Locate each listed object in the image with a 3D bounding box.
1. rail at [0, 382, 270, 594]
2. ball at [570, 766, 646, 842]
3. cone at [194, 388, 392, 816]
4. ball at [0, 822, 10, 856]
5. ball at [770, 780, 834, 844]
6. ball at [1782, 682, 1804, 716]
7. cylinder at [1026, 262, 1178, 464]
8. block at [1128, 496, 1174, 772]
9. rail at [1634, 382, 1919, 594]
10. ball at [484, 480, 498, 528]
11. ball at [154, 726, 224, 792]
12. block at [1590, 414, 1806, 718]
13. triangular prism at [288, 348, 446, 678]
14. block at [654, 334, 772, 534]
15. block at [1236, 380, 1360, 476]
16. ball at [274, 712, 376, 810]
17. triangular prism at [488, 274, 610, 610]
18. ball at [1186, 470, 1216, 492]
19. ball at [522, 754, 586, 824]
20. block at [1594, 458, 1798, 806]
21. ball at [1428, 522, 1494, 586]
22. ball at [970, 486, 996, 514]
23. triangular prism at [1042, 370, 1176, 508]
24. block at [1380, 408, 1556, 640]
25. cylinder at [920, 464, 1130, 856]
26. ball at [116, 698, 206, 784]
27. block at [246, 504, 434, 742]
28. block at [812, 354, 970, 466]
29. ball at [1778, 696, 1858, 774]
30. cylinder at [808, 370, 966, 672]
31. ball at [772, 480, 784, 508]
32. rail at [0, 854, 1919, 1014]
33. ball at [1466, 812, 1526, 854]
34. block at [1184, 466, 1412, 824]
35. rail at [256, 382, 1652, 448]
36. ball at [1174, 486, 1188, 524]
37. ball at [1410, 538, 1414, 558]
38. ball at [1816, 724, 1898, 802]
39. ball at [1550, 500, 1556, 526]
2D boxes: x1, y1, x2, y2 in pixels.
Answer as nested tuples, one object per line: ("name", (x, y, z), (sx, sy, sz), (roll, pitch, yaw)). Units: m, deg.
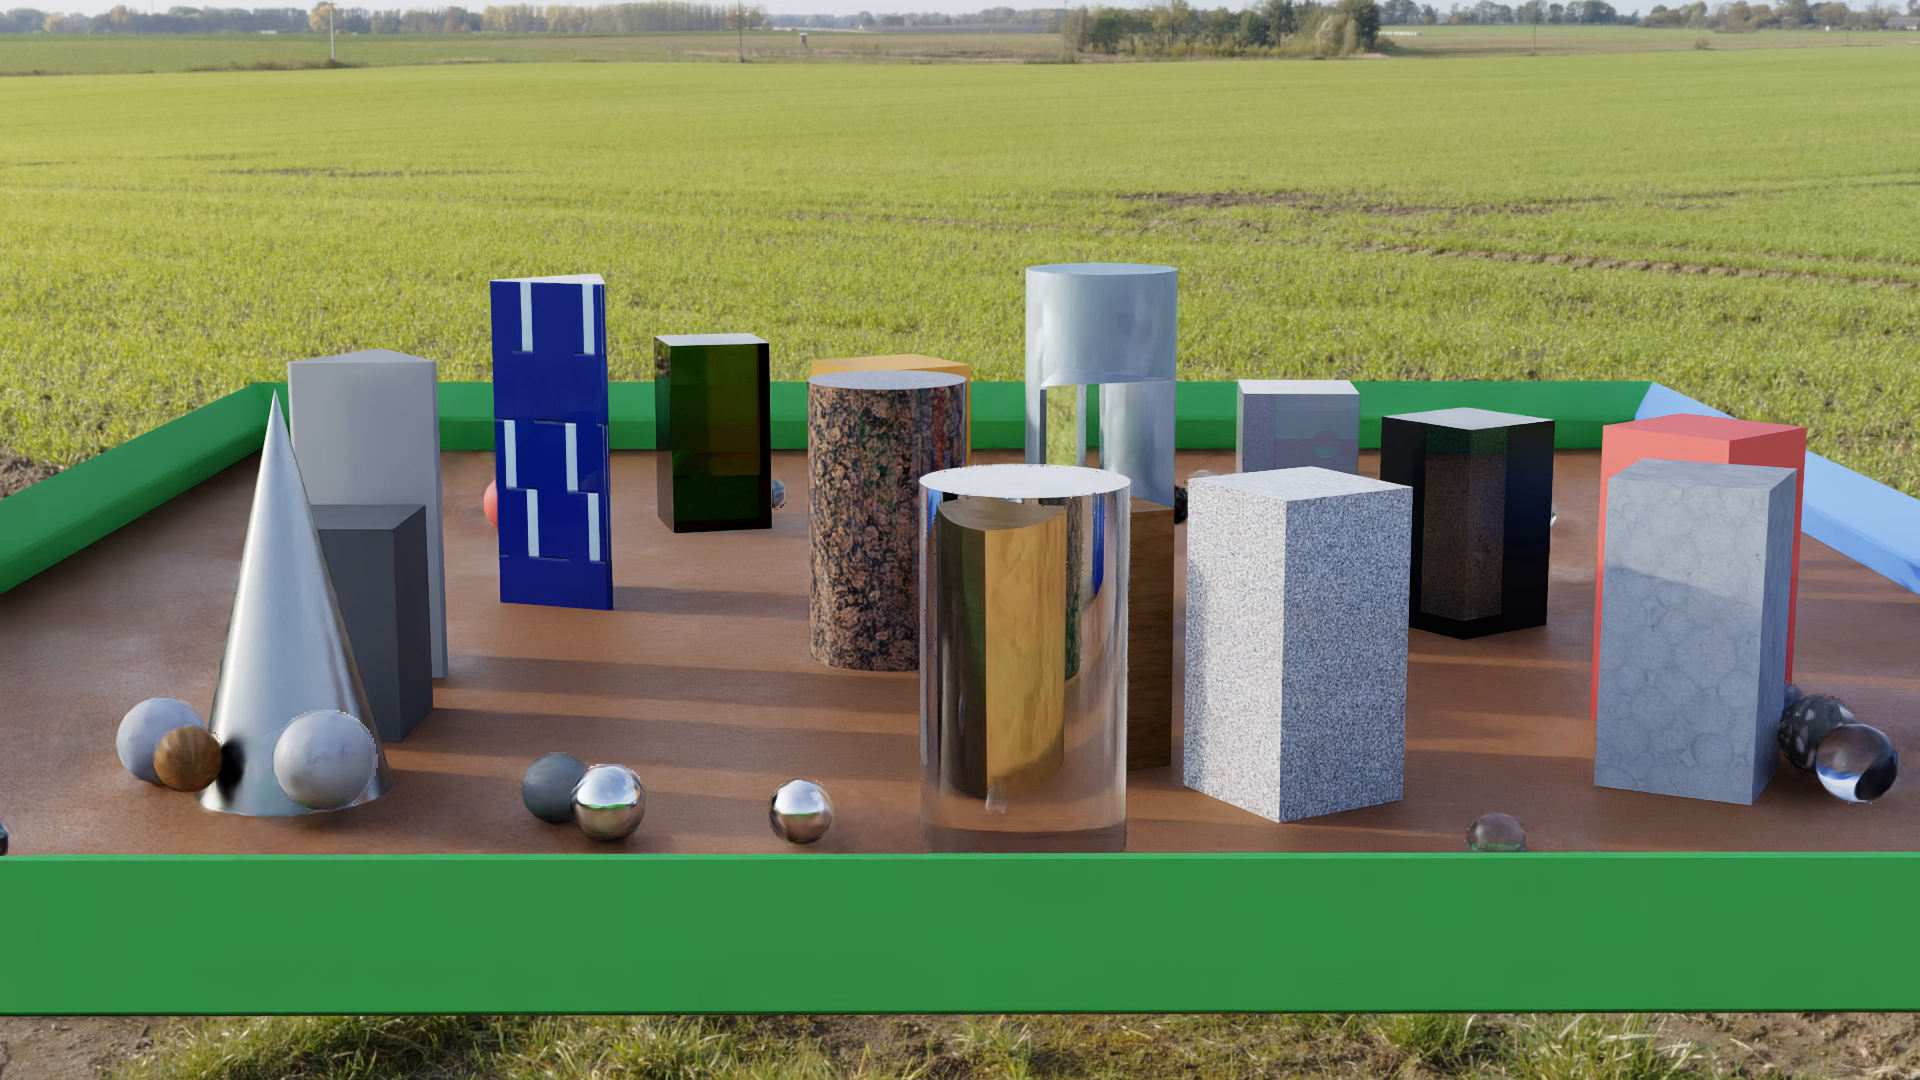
("rail", (-1.314, 0.034, 3.441), (0.045, 0.127, 2.987), (0, 11, 0))
("ball", (-0.334, 0.250, 2.435), (0.072, 0.072, 0.072), (0, 11, 0))
("cone", (-0.678, 0.051, 2.577), (0.196, 0.411, 0.196), (0, 11, 0))
("ball", (-0.897, 0.278, 2.355), (0.047, 0.047, 0.047), (0, 11, 0))
("ball", (-0.150, 0.257, 2.427), (0.061, 0.061, 0.061), (0, 11, 0))
("ball", (0.888, 0.186, 2.798), (0.065, 0.065, 0.065), (0, 11, 0))
("cylinder", (0.183, -0.121, 3.353), (0.196, 0.466, 0.196), (0, 11, 0))
("block", (0.118, 0.096, 2.713), (0.157, 0.274, 0.157), (-5, 12, -24))
("rail", (1.314, 0.031, 3.456), (0.045, 0.127, 2.987), (0, 11, 0))
("ball", (-0.706, -0.059, 4.047), (0.092, 0.092, 0.092), (0, 11, 0))
("ball", (-0.757, 0.215, 2.517), (0.066, 0.066, 0.066), (0, 11, 0))
("block", (0.823, 0.038, 2.863), (0.157, 0.333, 0.157), (-9, 14, -41))
("triangular prism", (-0.709, -0.035, 3.123), (0.170, 0.381, 0.147), (-1, 11, -4))
("block", (-0.396, -0.174, 4.107), (0.157, 0.296, 0.157), (-3, 11, -16))
("block", (0.468, -0.072, 3.586), (0.157, 0.286, 0.157), (1, 11, 3))
("ball", (-0.616, 0.214, 2.487), (0.096, 0.096, 0.096), (0, 11, 0))
("triangular prism", (-0.528, -0.140, 3.526), (0.170, 0.440, 0.147), (4, 11, 19))
("ball", (0.406, -0.086, 4.281), (0.060, 0.060, 0.060), (0, 11, 0))
("ball", (-0.392, 0.242, 2.492), (0.067, 0.067, 0.067), (0, 11, 0))
("block", (0.754, 0.089, 2.631), (0.157, 0.318, 0.157), (5, 12, 27))
("ball", (0.706, 0.021, 3.620), (0.091, 0.091, 0.091), (0, 11, 0))
("ball", (0.035, -0.062, 4.175), (0.051, 0.051, 0.051), (0, 11, 0))
("triangular prism", (0.150, -0.019, 3.094), (0.170, 0.360, 0.147), (-4, 11, -20))
("block", (0.663, -0.025, 3.372), (0.157, 0.272, 0.157), (-7, 13, -35))
("cylinder", (0.060, 0.115, 2.408), (0.196, 0.347, 0.196), (0, 11, 0))
("ball", (-0.818, 0.206, 2.630), (0.088, 0.088, 0.088), (0, 11, 0))
("block", (-0.685, 0.090, 2.849), (0.157, 0.236, 0.157), (0, 11, 1))
("block", (-0.093, -0.074, 3.463), (0.157, 0.334, 0.157), (-6, 12, -30))
("ball", (0.888, 0.202, 2.652), (0.081, 0.081, 0.081), (0, 11, 0))
("cylinder", (-0.090, -0.028, 3.185), (0.196, 0.345, 0.196), (0, 11, 0))
("ball", (-0.314, -0.076, 4.245), (0.049, 0.049, 0.049), (0, 11, 0))
("rail", (0.008, 0.301, 2.004), (2.675, 0.127, 0.045), (0, 11, 0))
("ball", (0.490, 0.276, 2.345), (0.054, 0.054, 0.054), (0, 11, 0))
("block", (0.337, 0.100, 2.573), (0.157, 0.318, 0.157), (-6, 12, -31))
("rail", (-0.008, -0.235, 4.894), (2.675, 0.127, 0.045), (0, 11, 0))
("ball", (0.338, -0.056, 4.107), (0.065, 0.065, 0.065), (0, 11, 0))
("ball", (0.598, 0.006, 3.657), (0.096, 0.096, 0.096), (0, 11, 0))
("ball", (0.896, 0.223, 2.563), (0.079, 0.079, 0.079), (0, 11, 0))
("ball", (0.916, -0.044, 4.064), (0.057, 0.057, 0.057), (0, 11, 0))
